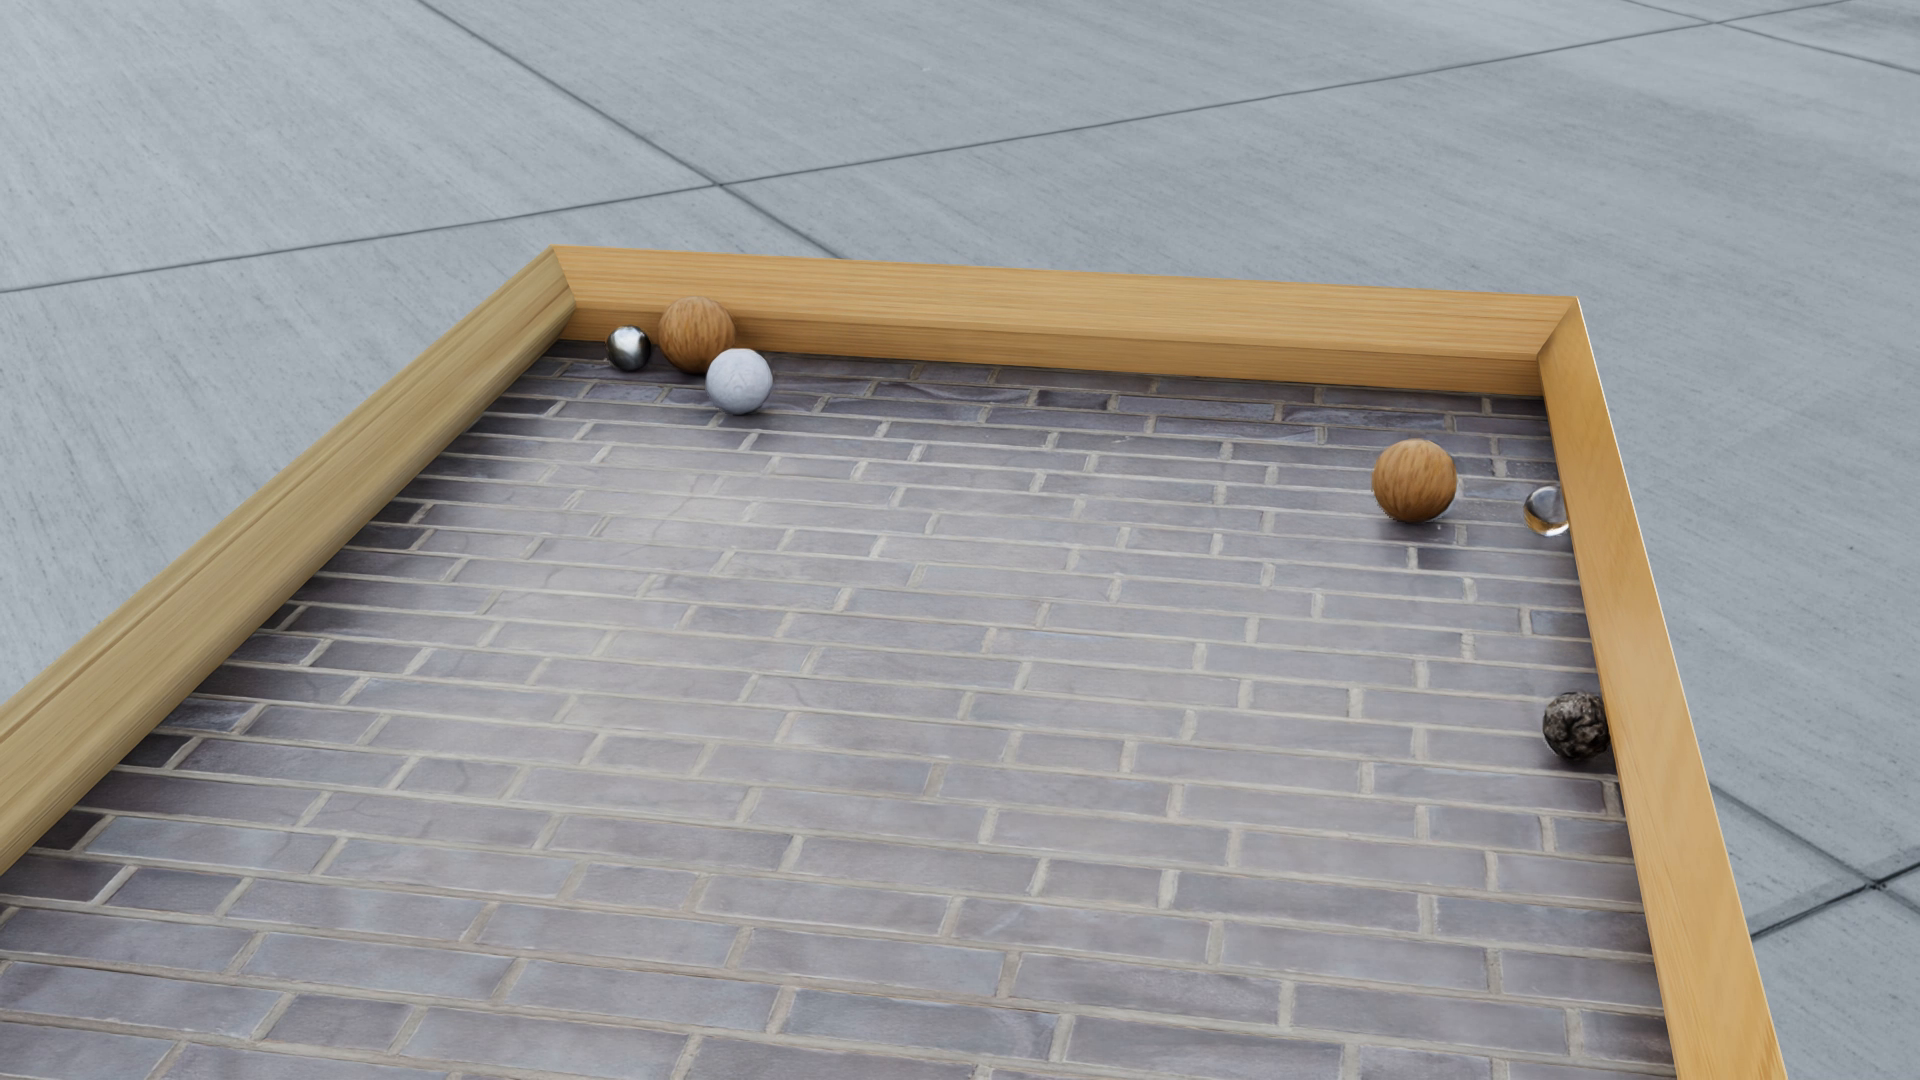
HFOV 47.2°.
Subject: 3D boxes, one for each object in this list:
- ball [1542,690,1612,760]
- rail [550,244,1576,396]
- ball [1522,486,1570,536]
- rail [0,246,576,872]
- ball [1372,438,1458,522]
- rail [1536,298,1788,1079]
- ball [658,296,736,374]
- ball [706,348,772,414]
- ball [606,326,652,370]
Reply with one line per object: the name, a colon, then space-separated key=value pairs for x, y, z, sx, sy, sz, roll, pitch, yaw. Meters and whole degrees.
ball: x=0.533 y=0.160 z=1.896 sx=0.060 sy=0.060 sz=0.060 roll=0 pitch=24 yaw=0
rail: x=0.104 y=-0.272 z=2.773 sx=1.304 sy=0.128 sz=0.045 roll=4 pitch=25 yaw=9
ball: x=0.624 y=-0.031 z=2.330 sx=0.053 sy=0.053 sz=0.053 roll=0 pitch=24 yaw=0
rail: x=-0.727 y=0.185 z=1.757 sx=0.045 sy=0.128 sz=2.527 roll=4 pitch=25 yaw=9
ball: x=0.488 y=-0.064 z=2.358 sx=0.090 sy=0.090 sz=0.090 roll=0 pitch=24 yaw=0
rail: x=0.512 y=0.273 z=1.561 sx=0.045 sy=0.128 sz=2.527 roll=4 pitch=25 yaw=9
ball: x=-0.333 y=-0.260 z=2.784 sx=0.099 sy=0.099 sz=0.099 roll=0 pitch=24 yaw=0
ball: x=-0.267 y=-0.192 z=2.657 sx=0.080 sy=0.080 sz=0.080 roll=0 pitch=24 yaw=0
ball: x=-0.422 y=-0.245 z=2.800 sx=0.058 sy=0.058 sz=0.058 roll=0 pitch=24 yaw=0
